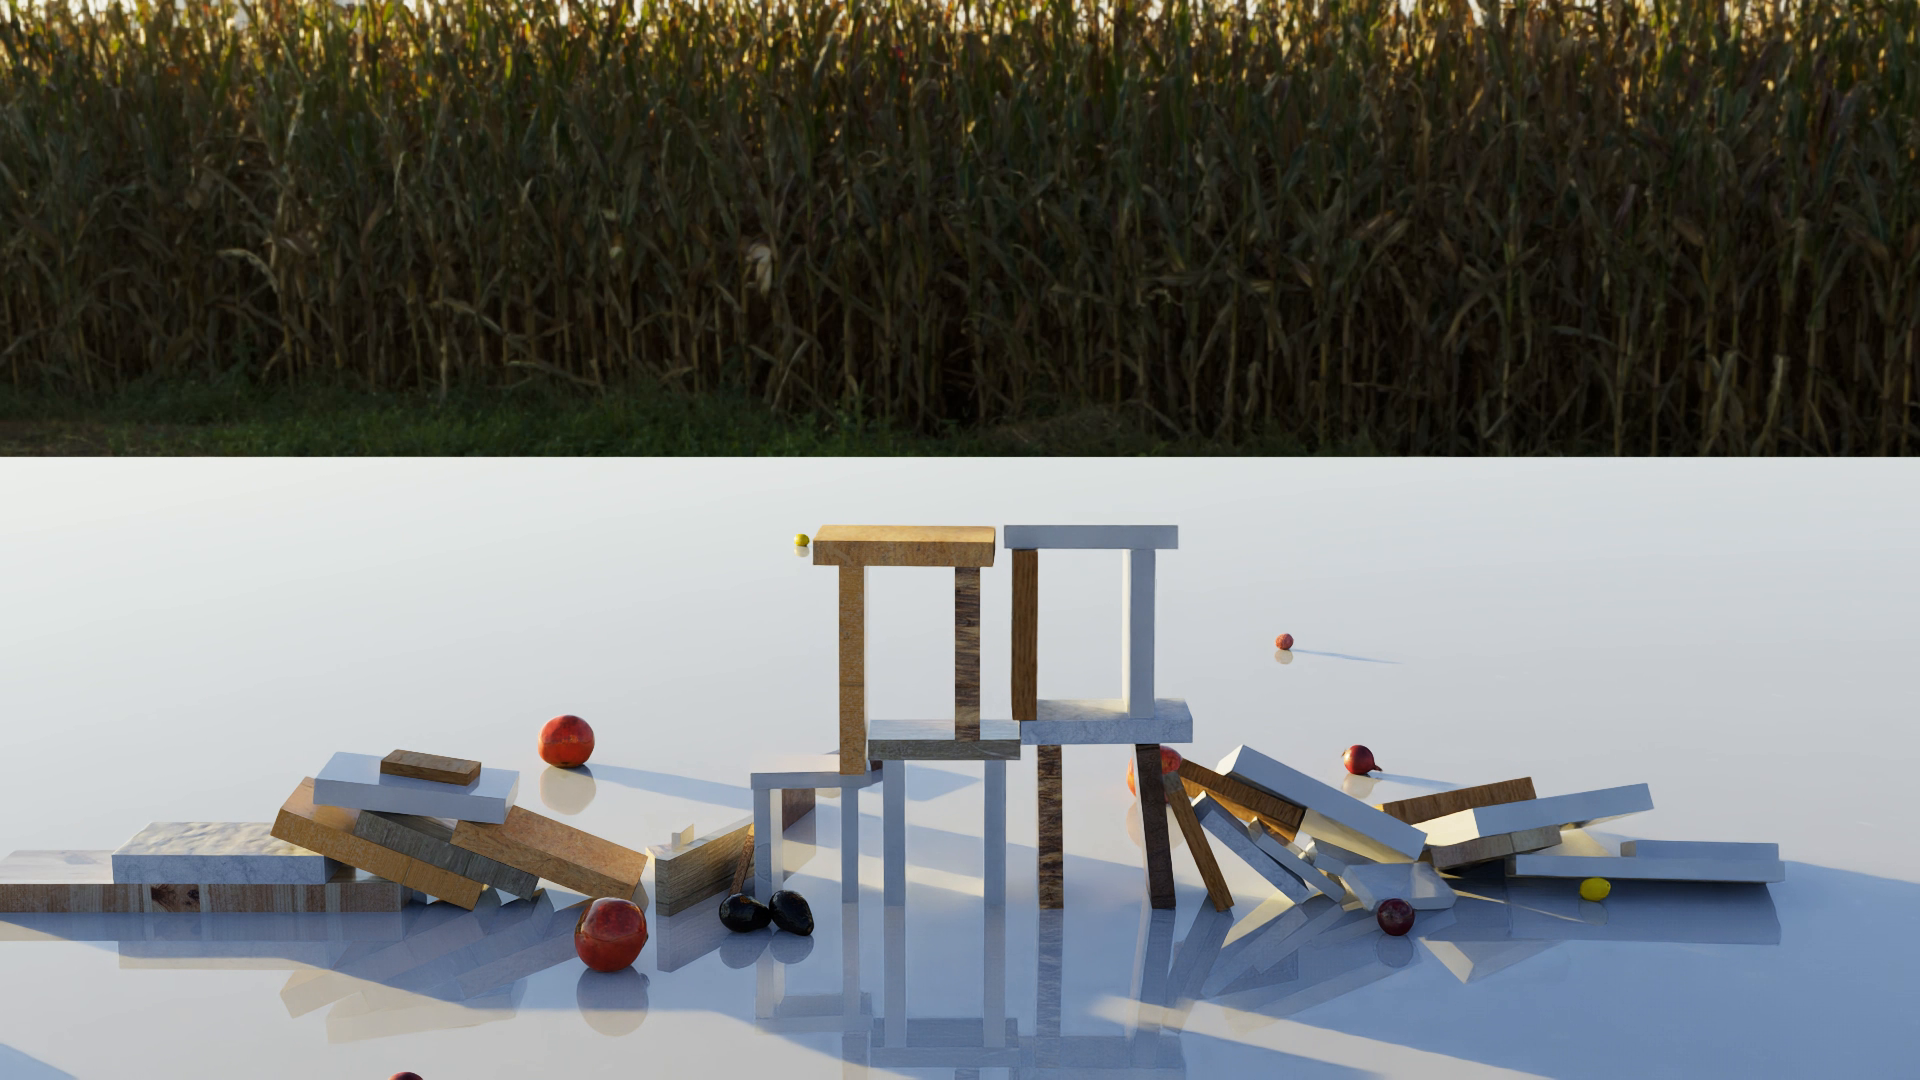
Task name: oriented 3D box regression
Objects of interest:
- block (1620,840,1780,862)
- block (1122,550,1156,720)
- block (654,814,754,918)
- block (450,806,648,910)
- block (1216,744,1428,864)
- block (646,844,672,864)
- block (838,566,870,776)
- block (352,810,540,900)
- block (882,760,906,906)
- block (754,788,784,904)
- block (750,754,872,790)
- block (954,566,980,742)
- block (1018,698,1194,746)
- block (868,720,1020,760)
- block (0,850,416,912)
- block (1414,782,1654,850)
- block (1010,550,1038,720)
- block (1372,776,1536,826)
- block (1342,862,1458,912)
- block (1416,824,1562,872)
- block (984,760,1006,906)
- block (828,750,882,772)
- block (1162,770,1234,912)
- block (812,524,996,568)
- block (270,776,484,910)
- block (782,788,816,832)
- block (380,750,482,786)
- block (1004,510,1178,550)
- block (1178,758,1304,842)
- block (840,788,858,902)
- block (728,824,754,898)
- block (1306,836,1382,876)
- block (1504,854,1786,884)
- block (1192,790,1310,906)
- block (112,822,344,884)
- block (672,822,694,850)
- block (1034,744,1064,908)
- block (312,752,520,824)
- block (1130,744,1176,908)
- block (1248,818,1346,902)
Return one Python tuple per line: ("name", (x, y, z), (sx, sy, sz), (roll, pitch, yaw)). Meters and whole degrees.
("block", (1.263, 0.535, 3.762), (0.235, 0.033, 0.117), (1, -10, 4))
("block", (0.291, 0.140, 3.589), (0.039, 0.277, 0.139), (-1, 11, -1))
("block", (-0.410, 0.540, 3.678), (0.027, 0.095, 0.286), (6, 12, 30))
("block", (-0.679, 0.514, 3.652), (0.306, 0.043, 0.153), (22, 10, -4))
("block", (0.599, 0.454, 3.701), (0.339, 0.048, 0.170), (26, -17, 1))
("block", (-0.503, 0.553, 3.822), (0.057, 0.016, 0.113), (-5, 11, -23))
("block", (-0.173, 0.198, 3.603), (0.041, 0.345, 0.144), (0, 11, 0))
("block", (-0.838, 0.498, 3.646), (0.306, 0.043, 0.153), (22, 10, -7))
("block", (-0.108, 0.468, 3.650), (0.035, 0.248, 0.124), (0, 11, 0))
("block", (-0.318, 0.494, 3.648), (0.028, 0.197, 0.099), (1, 11, 6))
("block", (-0.247, 0.382, 3.631), (0.197, 0.028, 0.099), (-1, 11, -6))
("block", (0.012, 0.171, 3.592), (0.041, 0.287, 0.144), (0, 11, 0))
("block", (0.237, 0.297, 3.611), (0.277, 0.039, 0.139), (-1, 11, 0))
("block", (-0.026, 0.329, 3.624), (0.248, 0.035, 0.124), (0, 11, 0))
("block", (-1.258, 0.566, 3.662), (0.695, 0.049, 0.173), (0, 11, 0))
("block", (0.988, 0.484, 3.819), (0.457, 0.048, 0.170), (-2, -16, -36))
("block", (0.104, 0.142, 3.588), (0.039, 0.277, 0.139), (0, 11, 0))
("block", (0.838, 0.485, 3.909), (0.339, 0.048, 0.170), (-6, -15, -28))
("block", (0.717, 0.565, 3.585), (0.174, 0.025, 0.087), (3, 31, -30))
("block", (0.885, 0.526, 3.726), (0.235, 0.033, 0.117), (-9, -14, -13))
("block", (0.057, 0.468, 3.650), (0.035, 0.248, 0.124), (0, 11, 0))
("block", (-0.228, 0.445, 4.375), (0.095, 0.027, 0.191), (8, 13, 38))
("block", (0.389, 0.493, 3.614), (0.031, 0.216, 0.108), (-23, 10, 3))
("block", (-0.088, 0.009, 3.567), (0.287, 0.041, 0.144), (1, 11, 2))
("block", (-0.948, 0.501, 3.646), (0.346, 0.049, 0.173), (22, 10, -7))
("block", (-0.314, 0.471, 4.050), (0.027, 0.095, 0.191), (3, 11, 17))
("block", (-0.874, 0.376, 3.634), (0.147, 0.021, 0.073), (8, 10, 4))
("block", (0.214, -0.017, 3.571), (0.277, 0.039, 0.139), (0, 11, 4))
("block", (0.469, 0.439, 3.705), (0.216, 0.031, 0.108), (23, -17, 14))
("block", (-0.184, 0.492, 3.656), (0.028, 0.197, 0.099), (0, 11, -4))
("block", (-0.358, 0.534, 3.660), (0.016, 0.113, 0.057), (18, 11, -1))
("block", (0.666, 0.548, 3.661), (0.174, 0.025, 0.087), (21, 10, -2))
("block", (1.141, 0.551, 3.680), (0.433, 0.033, 0.117), (1, -10, 5))
("block", (0.481, 0.510, 3.650), (0.216, 0.031, 0.108), (40, 7, -7))
("block", (-1.201, 0.519, 3.651), (0.346, 0.049, 0.173), (0, 11, 1))
("block", (-0.461, 0.533, 3.663), (0.016, 0.113, 0.057), (3, 11, 16))
("block", (0.147, 0.454, 3.639), (0.039, 0.277, 0.139), (-1, 11, 0))
("block", (-0.893, 0.408, 3.626), (0.306, 0.043, 0.153), (7, 10, -4))
("block", (0.318, 0.453, 3.639), (0.039, 0.277, 0.139), (-7, 10, 1))
("block", (0.559, 0.531, 3.654), (0.174, 0.025, 0.087), (35, 8, -7))
